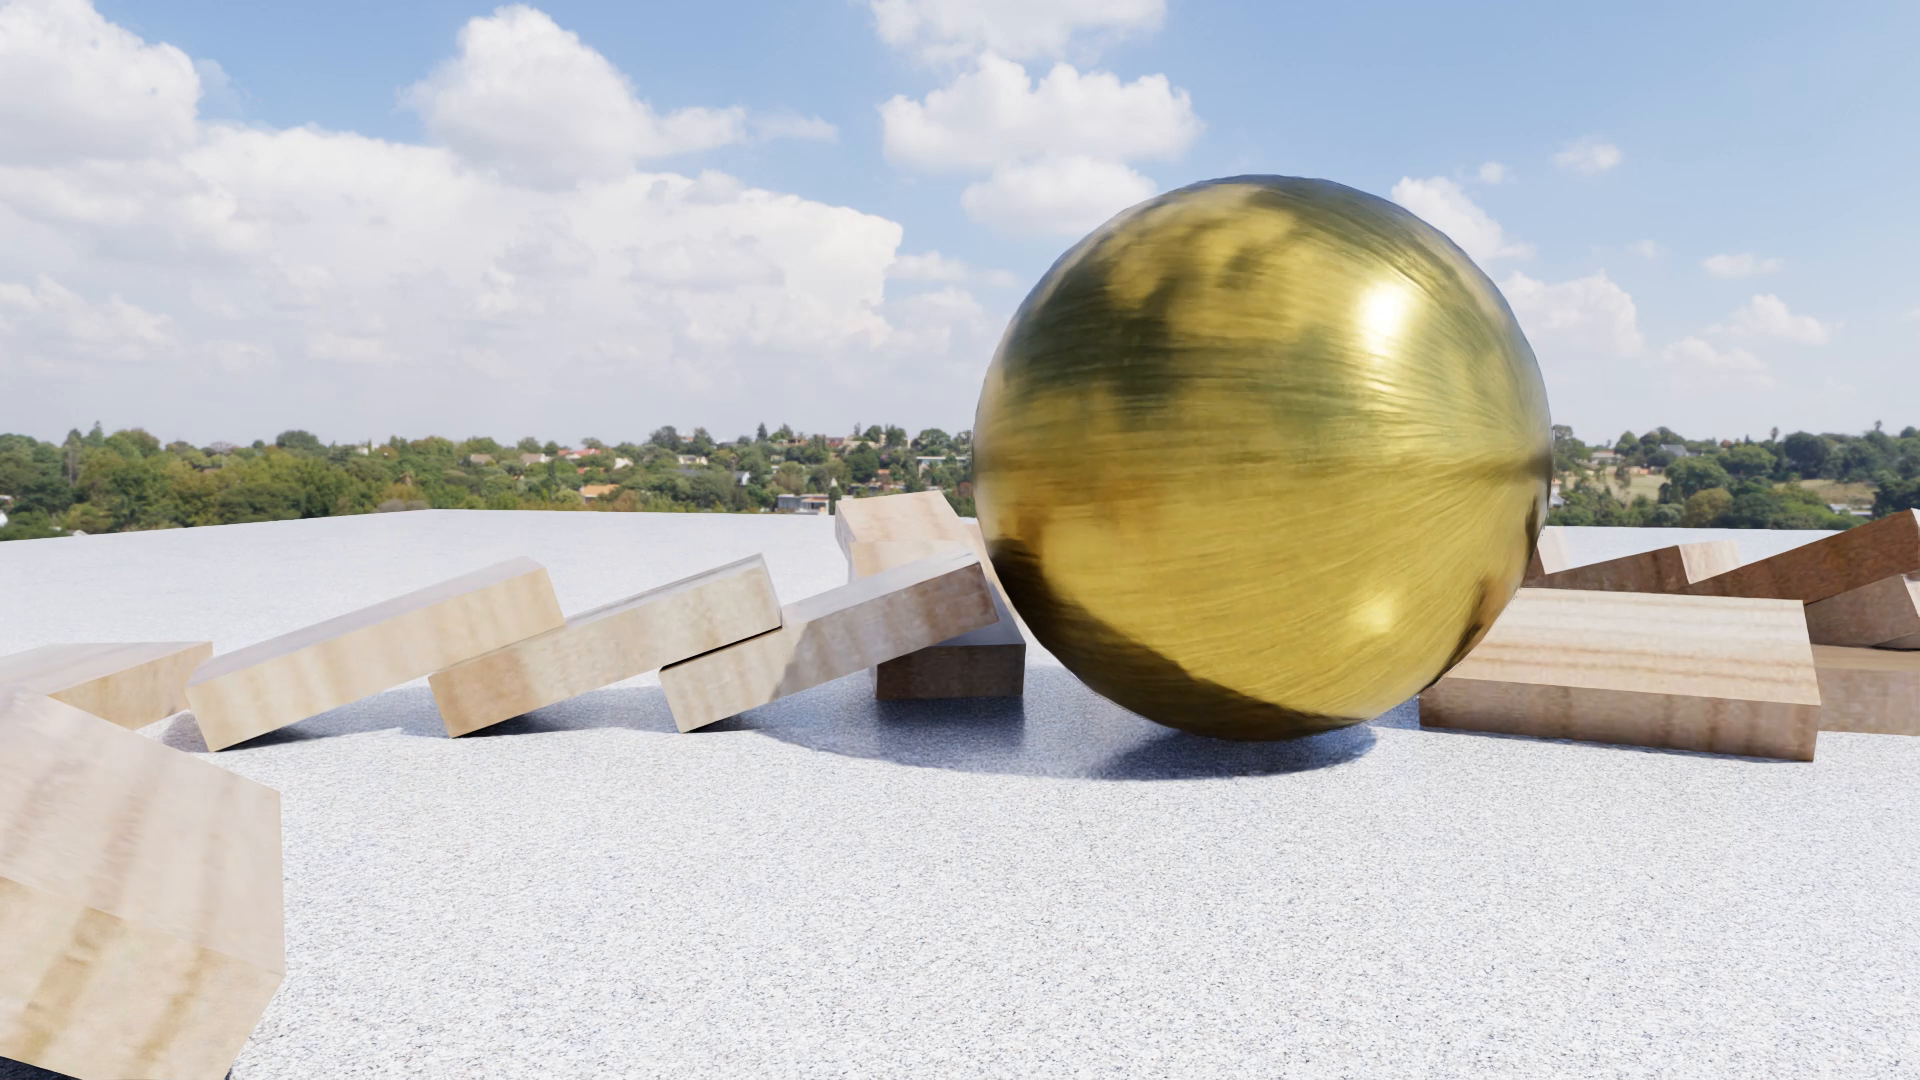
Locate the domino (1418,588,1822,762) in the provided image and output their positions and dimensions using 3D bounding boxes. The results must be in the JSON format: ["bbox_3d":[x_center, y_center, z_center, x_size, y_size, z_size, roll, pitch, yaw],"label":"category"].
[{"bbox_3d":[0.096,0.018,0.190,0.050,0.009,0.025,2,32,26],"label":"domino"}]

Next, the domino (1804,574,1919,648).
[{"bbox_3d":[0.169,0.015,0.225,0.050,0.009,0.025,1,-22,-26],"label":"domino"}]

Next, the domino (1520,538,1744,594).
[{"bbox_3d":[0.132,0.011,0.269,0.025,0.009,0.050,-3,-11,-37],"label":"domino"}]

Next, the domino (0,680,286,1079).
[{"bbox_3d":[-0.067,0.025,0.099,0.025,0.009,0.050,33,-12,-26],"label":"domino"}]

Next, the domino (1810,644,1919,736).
[{"bbox_3d":[0.132,0.023,0.202,0.050,0.009,0.025,1,4,17],"label":"domino"}]

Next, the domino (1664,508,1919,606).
[{"bbox_3d":[0.150,0.009,0.230,0.025,0.009,0.050,5,-24,-34],"label":"domino"}]

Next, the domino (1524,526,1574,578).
[{"bbox_3d":[0.113,0.008,0.298,0.050,0.010,0.025,-18,-8,38],"label":"domino"}]

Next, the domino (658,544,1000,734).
[{"bbox_3d":[-0.020,0.015,0.202,0.050,0.009,0.025,-19,7,-4],"label":"domino"}]

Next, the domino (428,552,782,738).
[{"bbox_3d":[-0.053,0.015,0.200,0.050,0.009,0.025,-19,7,-6],"label":"domino"}]

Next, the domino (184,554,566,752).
[{"bbox_3d":[-0.088,0.016,0.197,0.050,0.009,0.025,-21,12,-23],"label":"domino"}]

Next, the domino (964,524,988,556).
[{"bbox_3d":[-0.004,0.009,0.302,0.025,0.009,0.050,-1,19,-8],"label":"domino"}]

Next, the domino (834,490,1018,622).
[{"bbox_3d":[-0.009,0.006,0.278,0.025,0.009,0.050,-7,31,-19],"label":"domino"}]

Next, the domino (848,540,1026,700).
[{"bbox_3d":[-0.006,0.013,0.237,0.025,0.009,0.050,-1,20,-11],"label":"domino"}]

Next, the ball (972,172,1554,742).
[{"bbox_3d":[0.042,-0.011,0.185,0.080,0.080,0.080,0,4,0],"label":"ball"}]

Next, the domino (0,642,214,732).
[{"bbox_3d":[-0.135,0.024,0.189,0.025,0.009,0.050,0,4,-6],"label":"domino"}]
